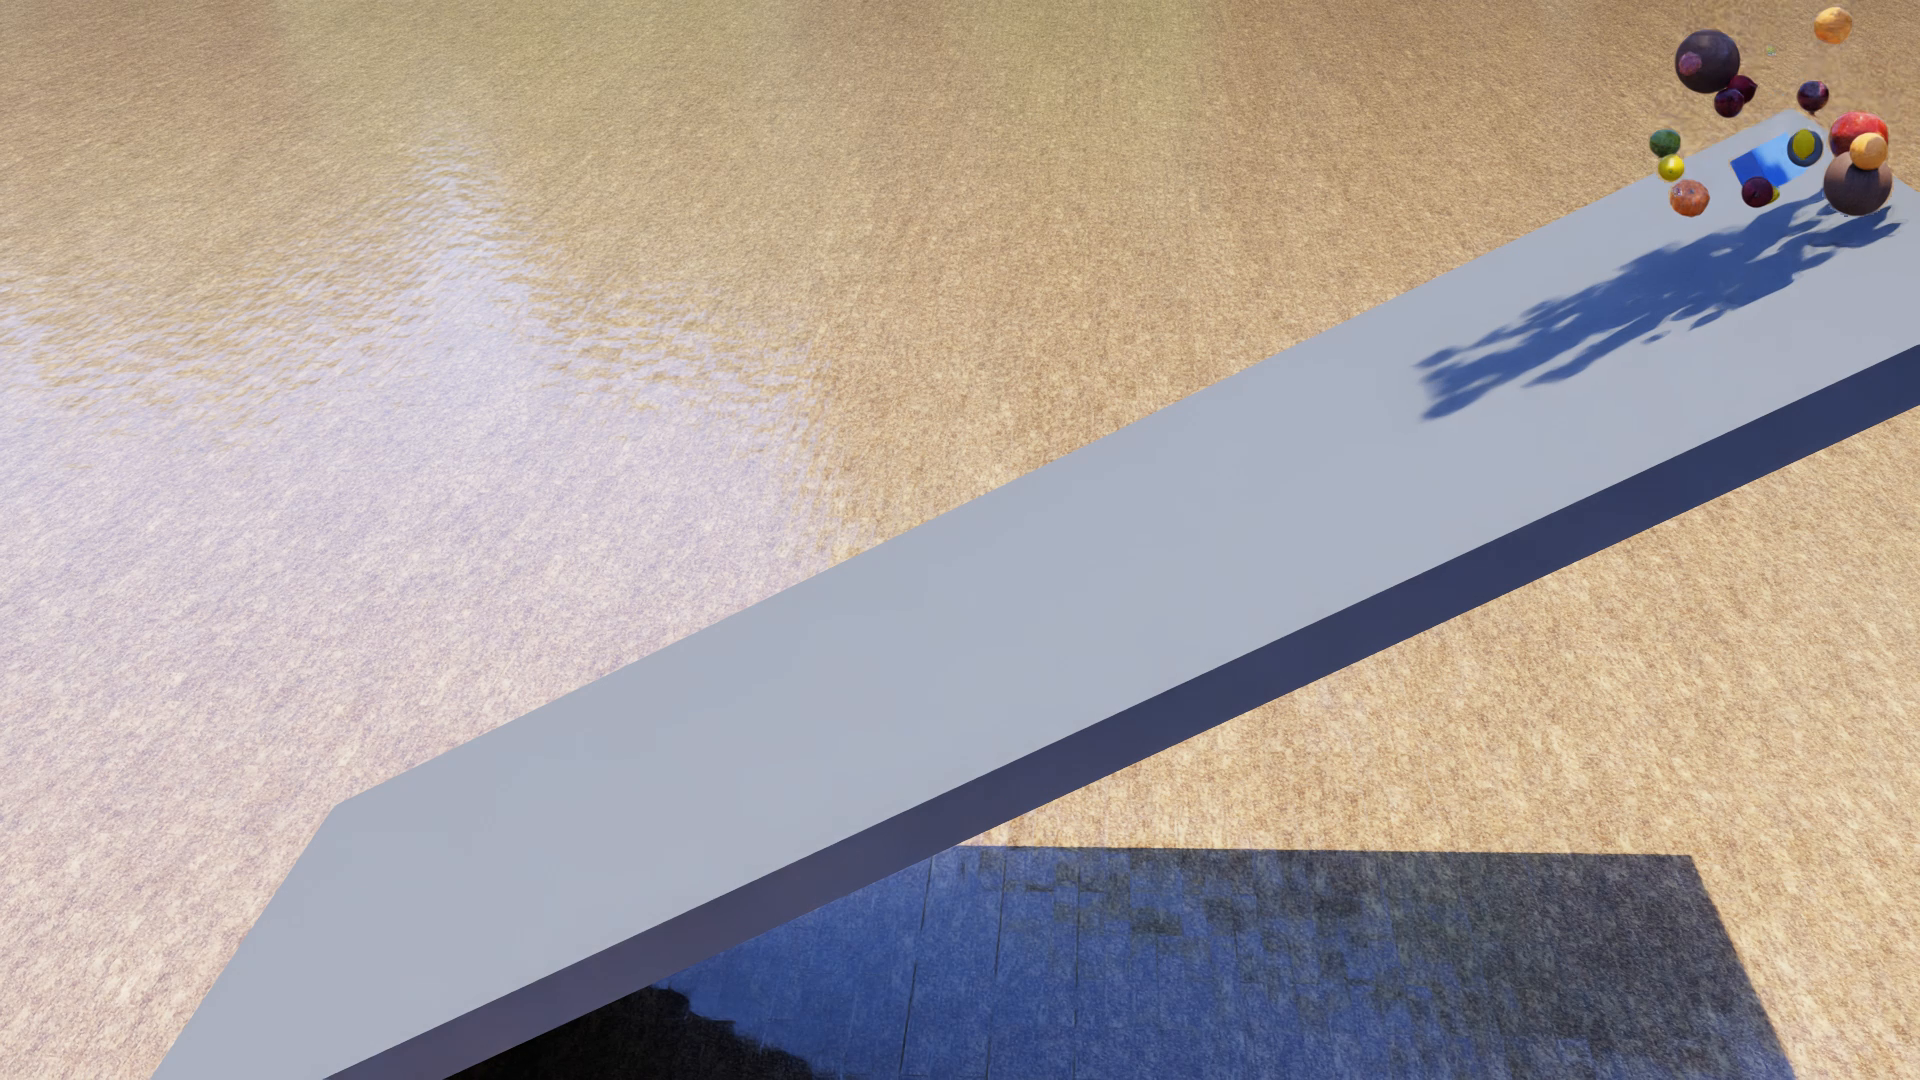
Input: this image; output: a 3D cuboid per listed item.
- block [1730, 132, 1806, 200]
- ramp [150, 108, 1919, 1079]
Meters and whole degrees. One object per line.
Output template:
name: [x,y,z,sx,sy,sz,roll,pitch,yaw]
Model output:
block: [1.658,-0.766,6.035,0.091,0.091,0.091,-28,0,-16]
ramp: [0.139,0.168,6.281,4.000,0.100,2.000,-25,14,10]
